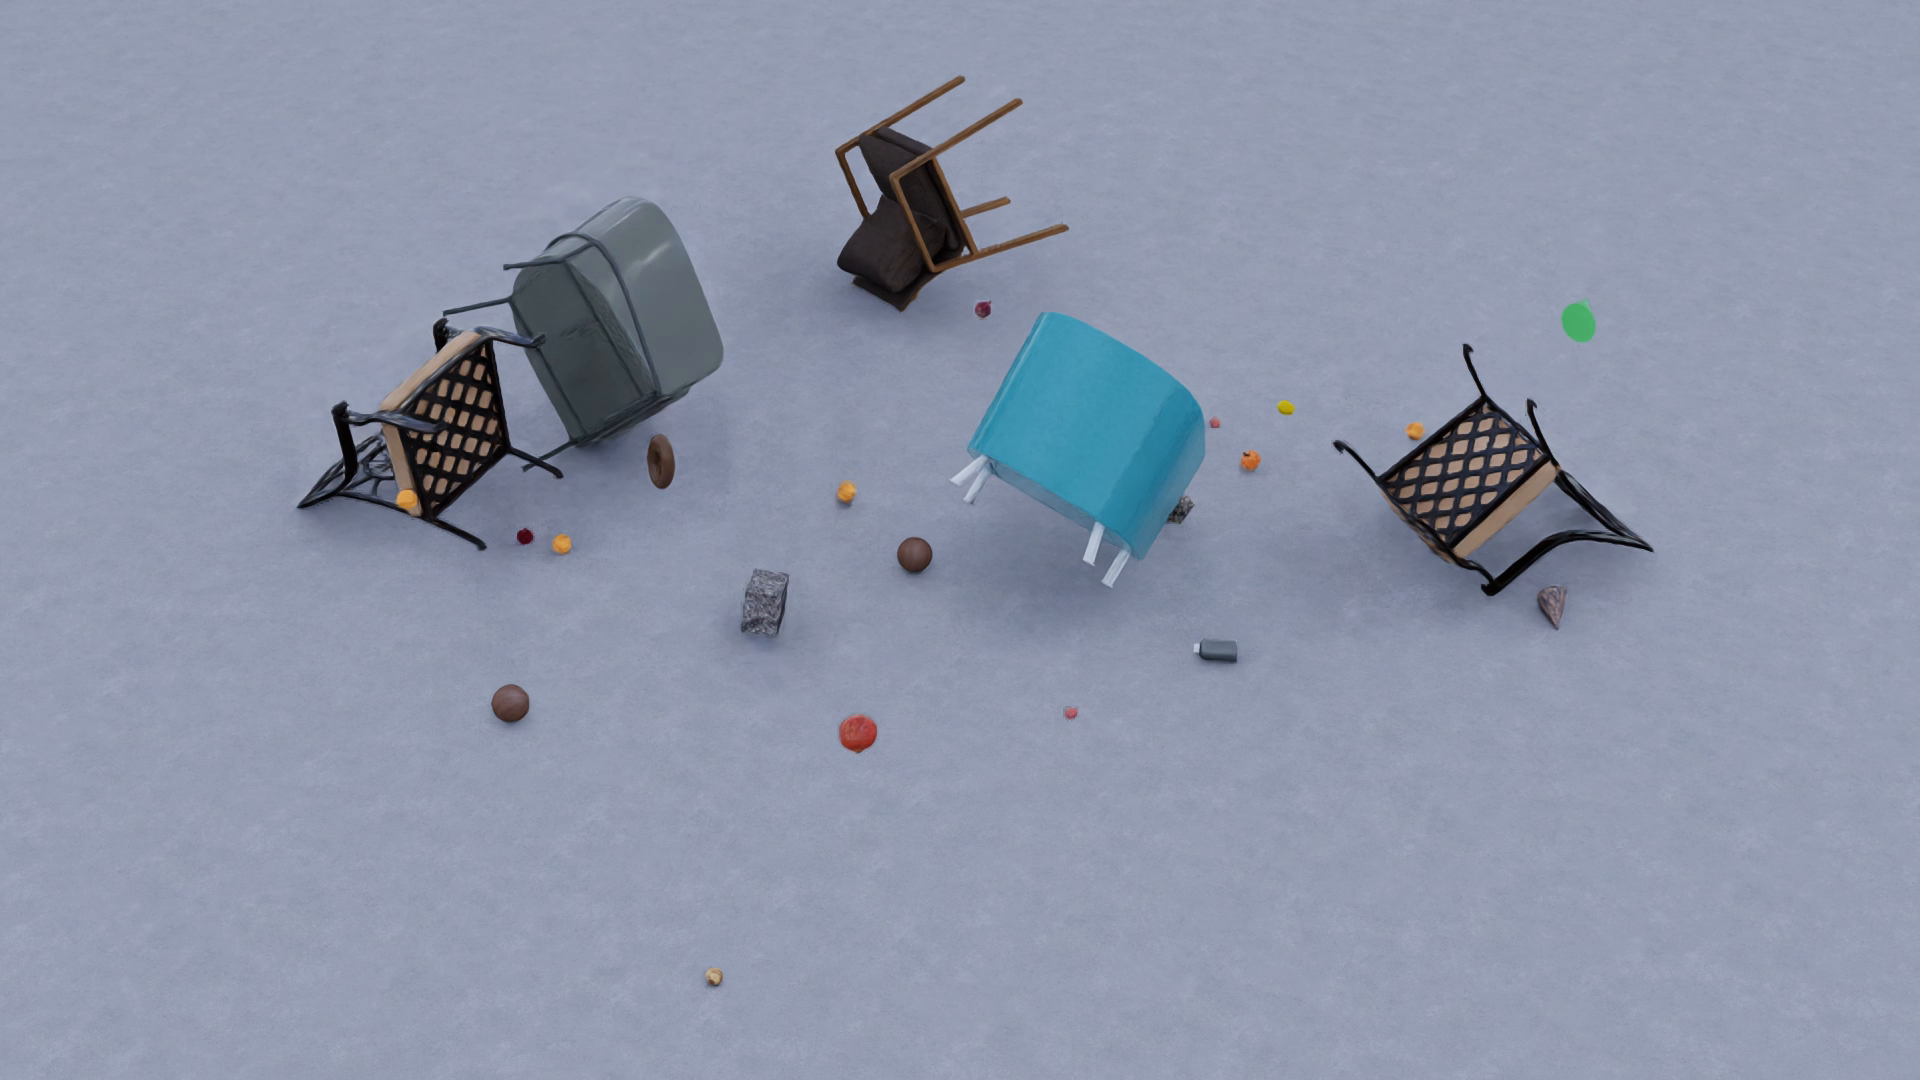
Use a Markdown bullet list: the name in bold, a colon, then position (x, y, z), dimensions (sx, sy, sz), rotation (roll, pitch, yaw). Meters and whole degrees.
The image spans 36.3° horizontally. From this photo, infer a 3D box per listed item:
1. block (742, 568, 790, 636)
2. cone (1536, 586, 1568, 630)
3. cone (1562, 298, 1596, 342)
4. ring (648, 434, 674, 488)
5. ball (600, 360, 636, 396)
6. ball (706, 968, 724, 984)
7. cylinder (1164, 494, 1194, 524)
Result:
- **block**: position (-0.691, 0.222, 10.409), dimensions (0.126, 0.153, 0.233), rotation (8, 19, 1)
- **cone**: position (2.130, 0.261, 10.498), dimensions (0.105, 0.118, 0.158), rotation (17, 51, -21)
- **cone**: position (2.239, -0.826, 10.536), dimensions (0.113, 0.151, 0.268), rotation (-18, 18, 26)
- **ring**: position (-1.071, -0.280, 10.507), dimensions (0.053, 0.222, 0.122), rotation (-24, 42, -37)
- **ball**: position (-1.376, -0.651, 11.795), dimensions (0.150, 0.150, 0.150), rotation (0, 33, 0)
- **ball**: position (-0.745, 1.322, 8.890), dimensions (0.053, 0.053, 0.053), rotation (0, 33, 0)
- **cylinder**: position (0.820, -0.116, 10.992), dimensions (0.099, 0.081, 0.074), rotation (-6, 48, -47)
